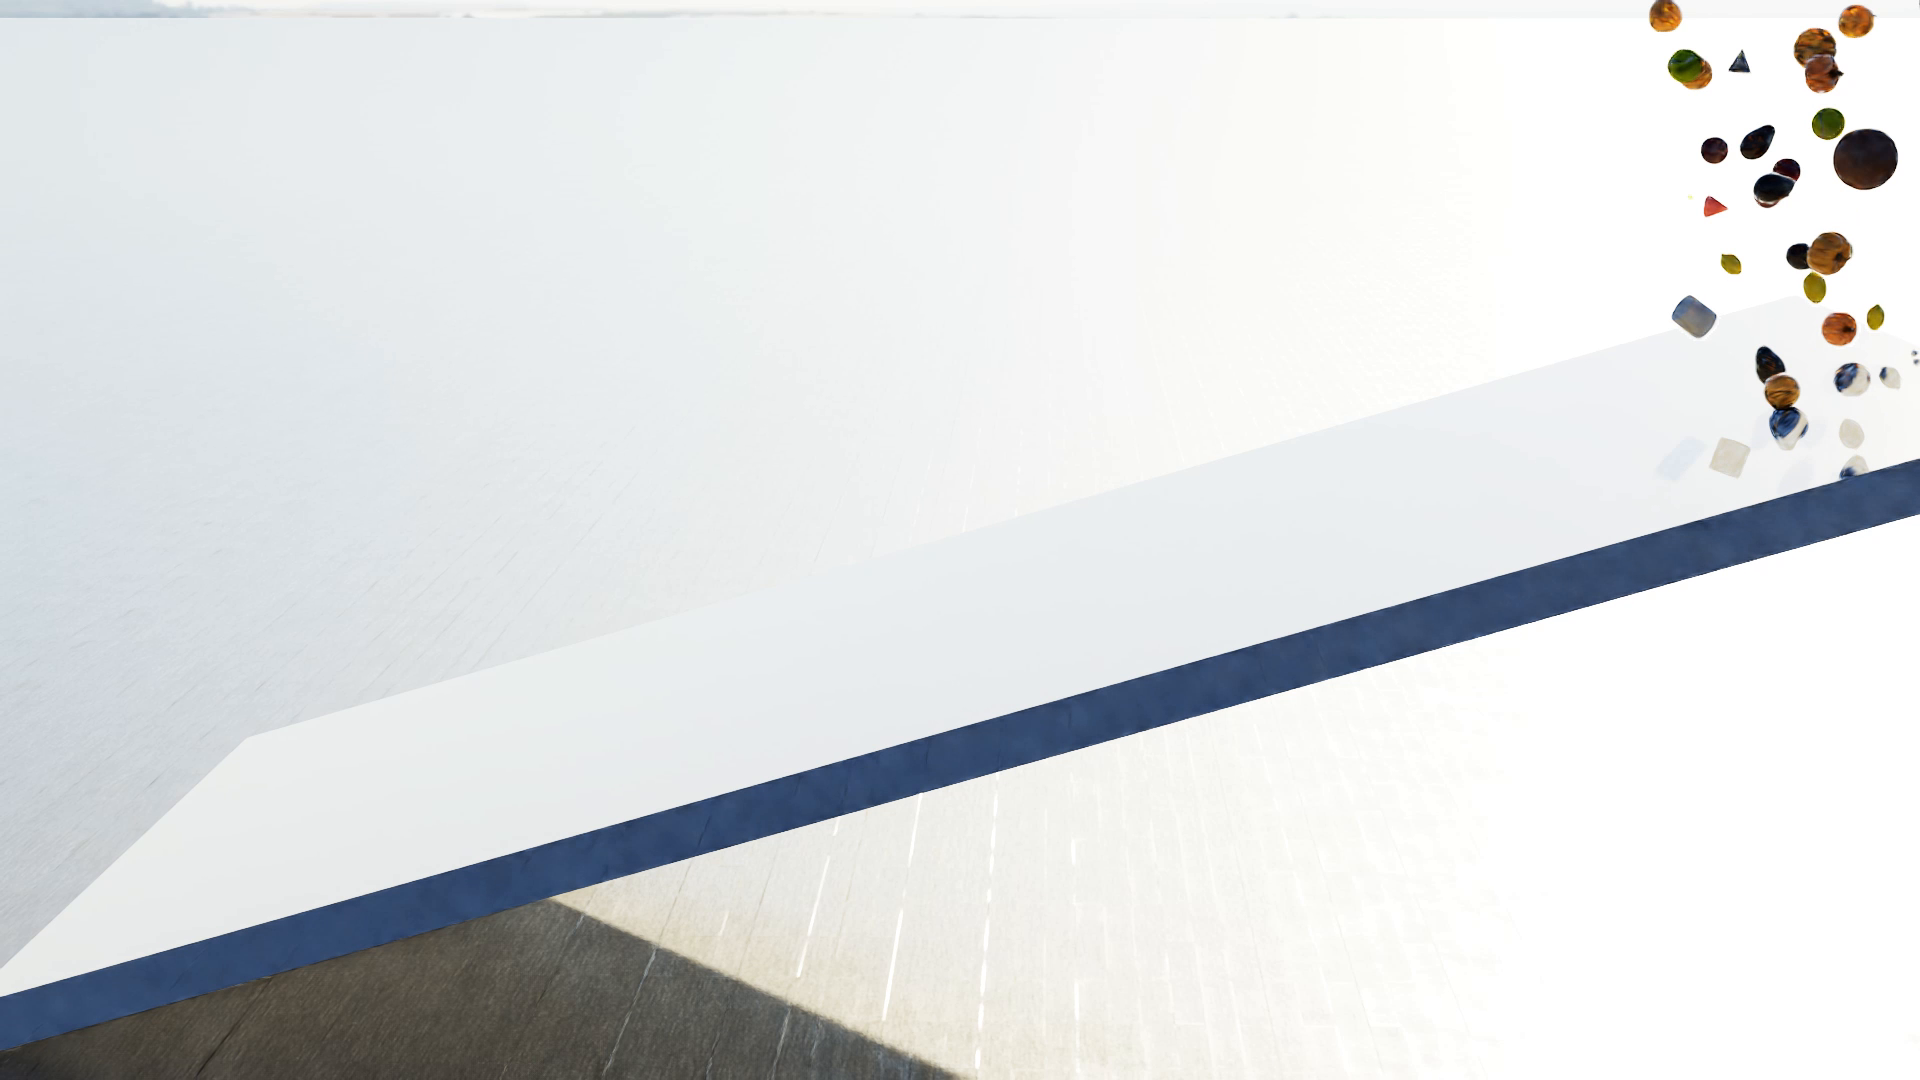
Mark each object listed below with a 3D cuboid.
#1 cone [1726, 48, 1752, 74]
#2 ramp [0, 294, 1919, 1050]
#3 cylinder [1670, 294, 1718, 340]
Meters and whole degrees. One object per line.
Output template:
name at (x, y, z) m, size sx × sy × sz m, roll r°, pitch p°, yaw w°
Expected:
cone at (1.585, -0.976, 5.971) m, size 0.053 × 0.053 × 0.053 m, roll 7°, pitch 5°, yaw -1°
ramp at (0.091, 0.187, 6.319) m, size 4.000 × 0.100 × 2.000 m, roll -16°, pitch 10°, yaw 5°
cylinder at (1.571, -0.478, 6.296) m, size 0.070 × 0.070 × 0.070 m, roll 34°, pitch 4°, yaw -13°
